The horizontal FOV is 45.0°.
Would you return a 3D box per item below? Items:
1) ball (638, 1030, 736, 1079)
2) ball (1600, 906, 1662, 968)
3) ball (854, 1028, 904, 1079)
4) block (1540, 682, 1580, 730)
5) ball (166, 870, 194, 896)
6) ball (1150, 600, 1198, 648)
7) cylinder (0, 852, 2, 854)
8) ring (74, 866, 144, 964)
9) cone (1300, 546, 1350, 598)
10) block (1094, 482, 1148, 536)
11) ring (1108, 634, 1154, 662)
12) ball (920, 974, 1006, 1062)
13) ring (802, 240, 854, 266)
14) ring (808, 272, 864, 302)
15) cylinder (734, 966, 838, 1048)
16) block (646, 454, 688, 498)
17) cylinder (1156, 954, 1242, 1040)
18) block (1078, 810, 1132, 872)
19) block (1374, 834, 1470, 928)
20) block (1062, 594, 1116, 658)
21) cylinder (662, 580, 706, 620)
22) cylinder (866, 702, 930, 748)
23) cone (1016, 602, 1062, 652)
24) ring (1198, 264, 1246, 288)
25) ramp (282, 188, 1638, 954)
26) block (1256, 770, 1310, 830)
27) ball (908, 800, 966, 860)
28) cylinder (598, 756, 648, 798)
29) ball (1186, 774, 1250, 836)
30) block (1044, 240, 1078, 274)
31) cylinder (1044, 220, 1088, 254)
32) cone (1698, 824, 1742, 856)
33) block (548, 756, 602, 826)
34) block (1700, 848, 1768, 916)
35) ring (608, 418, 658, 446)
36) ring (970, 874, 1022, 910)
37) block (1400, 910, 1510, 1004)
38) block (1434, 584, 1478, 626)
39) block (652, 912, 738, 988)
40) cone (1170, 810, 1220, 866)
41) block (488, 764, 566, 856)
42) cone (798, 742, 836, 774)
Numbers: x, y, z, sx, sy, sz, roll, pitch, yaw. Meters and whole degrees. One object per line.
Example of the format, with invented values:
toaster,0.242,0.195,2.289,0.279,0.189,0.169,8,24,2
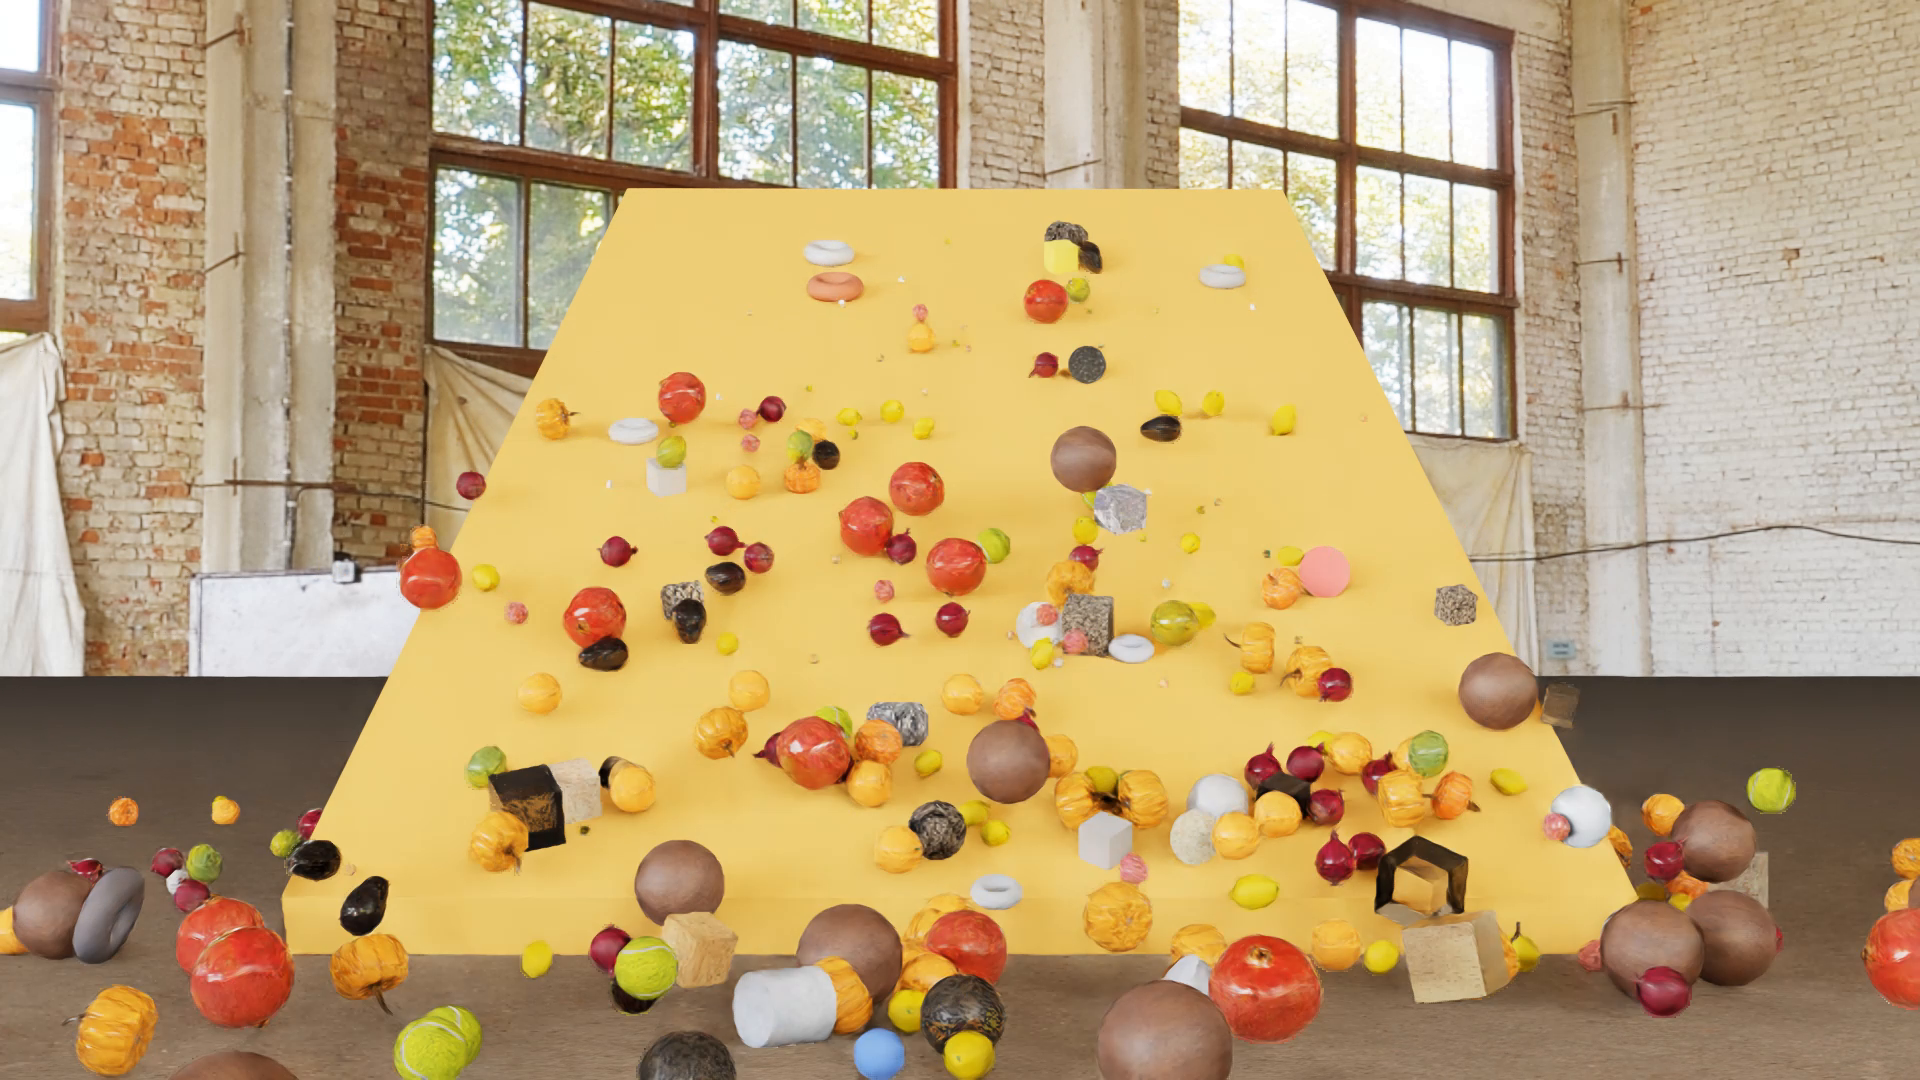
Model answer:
ball,-0.252,0.499,2.146,0.091,0.091,0.091,0,-3,0
ball,0.944,0.558,3.260,0.084,0.084,0.084,0,-3,0
ball,-0.084,0.532,2.401,0.053,0.053,0.053,0,-3,0
block,1.016,0.280,3.928,0.053,0.053,0.053,12,24,13
ball,-1.461,0.643,4.347,0.050,0.050,0.050,0,-3,0
ball,0.381,0.149,4.132,0.085,0.085,0.085,0,-3,0
cylinder,-1.672,0.521,3.918,0.072,0.072,0.072,-34,13,-25
ring,-1.215,0.535,3.313,0.049,0.146,0.146,21,-3,1
cone,0.682,0.063,4.430,0.100,0.100,0.100,0,-3,-8
block,0.324,-0.062,4.679,0.074,0.074,0.074,-15,28,-30
ring,0.306,0.195,4.149,0.084,0.028,0.084,1,23,0
ball,0.003,0.519,2.526,0.093,0.093,0.093,0,-3,0
ring,-0.362,-0.788,6.373,0.142,0.047,0.142,4,24,-2
ring,-0.326,-0.663,6.085,0.149,0.050,0.149,0,25,0
cylinder,-0.198,0.529,2.628,0.085,0.085,0.085,3,-4,-37
block,-0.614,-0.134,4.851,0.064,0.064,0.064,-12,26,-25
cylinder,0.272,0.520,2.638,0.070,0.070,0.070,41,-14,-11
block,0.220,0.455,3.512,0.058,0.058,0.058,19,30,36
block,0.670,0.502,3.367,0.092,0.092,0.092,23,33,40
block,0.231,0.153,4.174,0.082,0.082,0.082,5,24,11
cylinder,-0.512,0.112,4.284,0.066,0.066,0.066,-8,0,-19
cylinder,-0.103,0.302,3.804,0.075,0.075,0.075,2,-4,-44
cone,0.139,0.158,4.215,0.089,0.089,0.089,0,-3,-7
ring,0.698,-0.702,6.190,0.126,0.042,0.126,1,23,0
ramp,-0.008,-0.227,5.273,2.000,0.100,4.000,0,24,0
block,0.505,0.407,3.624,0.059,0.059,0.059,19,30,37
ball,-0.035,0.439,3.508,0.089,0.089,0.089,0,-3,0
cylinder,-0.536,0.376,3.688,0.055,0.055,0.055,17,5,29
ball,0.396,0.407,3.567,0.096,0.096,0.096,0,-3,0
block,0.274,-0.770,6.305,0.071,0.071,0.071,-8,25,-18
cylinder,0.294,-0.831,6.396,0.087,0.087,0.087,-2,-2,35
cone,1.657,0.681,5.107,0.090,0.090,0.090,2,-22,-38
block,-0.608,0.394,3.632,0.071,0.071,0.071,-12,26,-25
block,1.357,0.599,4.068,0.098,0.098,0.098,0,1,29
ring,-0.722,-0.240,5.128,0.110,0.037,0.110,1,23,0
ring,0.054,0.517,3.410,0.077,0.026,0.077,1,24,-1
block,0.633,0.532,2.966,0.094,0.094,0.094,-13,-5,31
block,0.916,0.121,4.287,0.055,0.055,0.055,-8,25,-18
block,-0.357,0.552,3.129,0.072,0.072,0.072,3,20,-46
cone,0.343,0.453,3.545,0.082,0.082,0.082,1,-4,-17
block,-0.665,0.414,3.560,0.092,0.092,0.092,-10,25,-21
cone,-0.224,0.363,3.763,0.056,0.056,0.056,21,-11,-22
